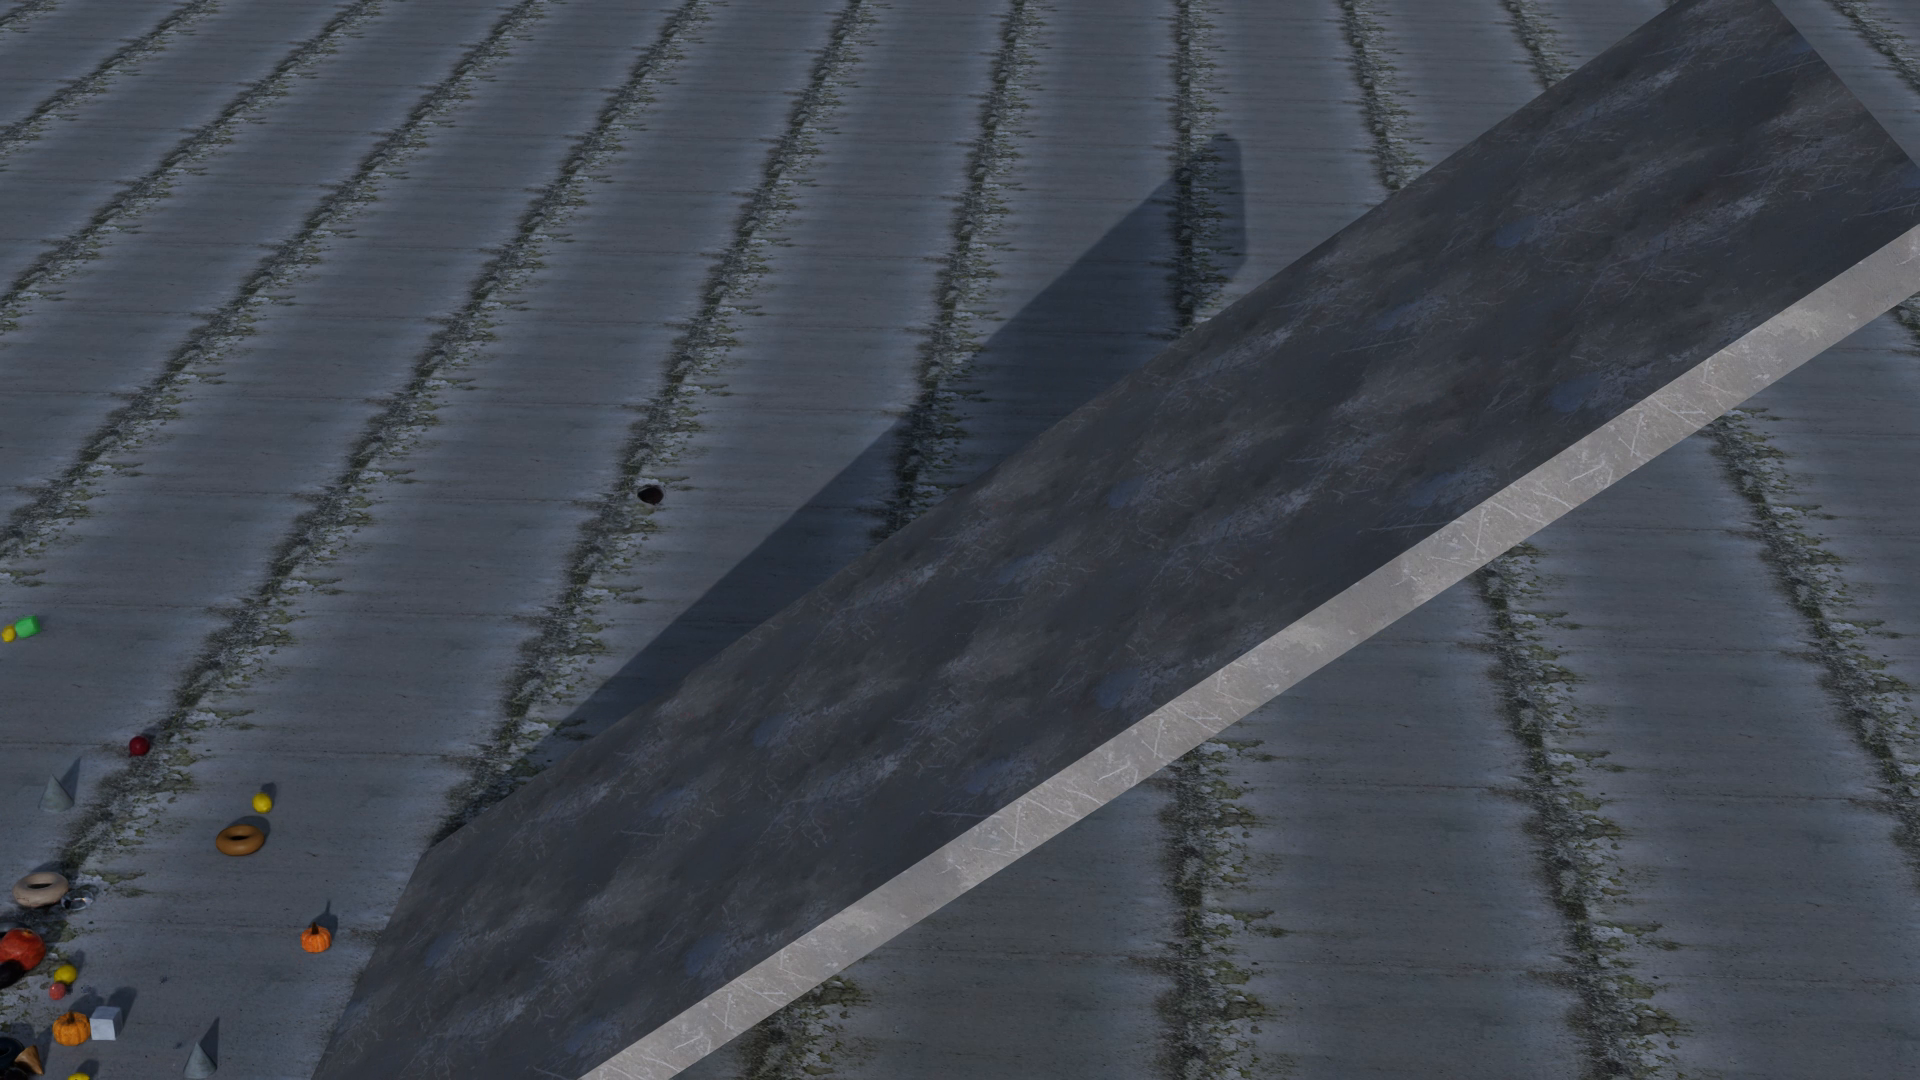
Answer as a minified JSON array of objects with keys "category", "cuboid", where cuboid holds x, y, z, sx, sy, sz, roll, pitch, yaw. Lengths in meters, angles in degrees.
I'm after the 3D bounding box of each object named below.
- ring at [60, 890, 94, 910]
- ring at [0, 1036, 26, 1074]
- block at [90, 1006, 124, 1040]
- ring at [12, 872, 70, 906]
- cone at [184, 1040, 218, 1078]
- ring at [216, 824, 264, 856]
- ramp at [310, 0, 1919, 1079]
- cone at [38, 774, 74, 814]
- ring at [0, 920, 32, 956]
[{"category":"ring","cuboid":[-2.310,0.942,7.696,0.084,0.028,0.084,1,23,0]},{"category":"ring","cuboid":[-2.288,1.226,6.987,0.131,0.044,0.131,0,24,0]},{"category":"block","cuboid":[-2.063,1.168,7.108,0.058,0.058,0.058,2,22,4]},{"category":"ring","cuboid":[-2.415,0.918,7.728,0.144,0.048,0.144,0,21,0]},{"category":"cone","cuboid":[-1.801,1.219,6.956,0.080,0.080,0.080,0,22,0]},{"category":"ring","cuboid":[-1.954,0.815,7.985,0.130,0.043,0.130,0,24,0]},{"category":"ramp","cuboid":[0.130,0.178,6.319,4.000,0.100,2.000,-34,16,16]},{"category":"cone","cuboid":[-2.526,0.695,8.201,0.100,0.100,0.100,0,22,0]},{"category":"ring","cuboid":[-2.436,1.014,7.497,0.137,0.046,0.137,0,21,0]}]
